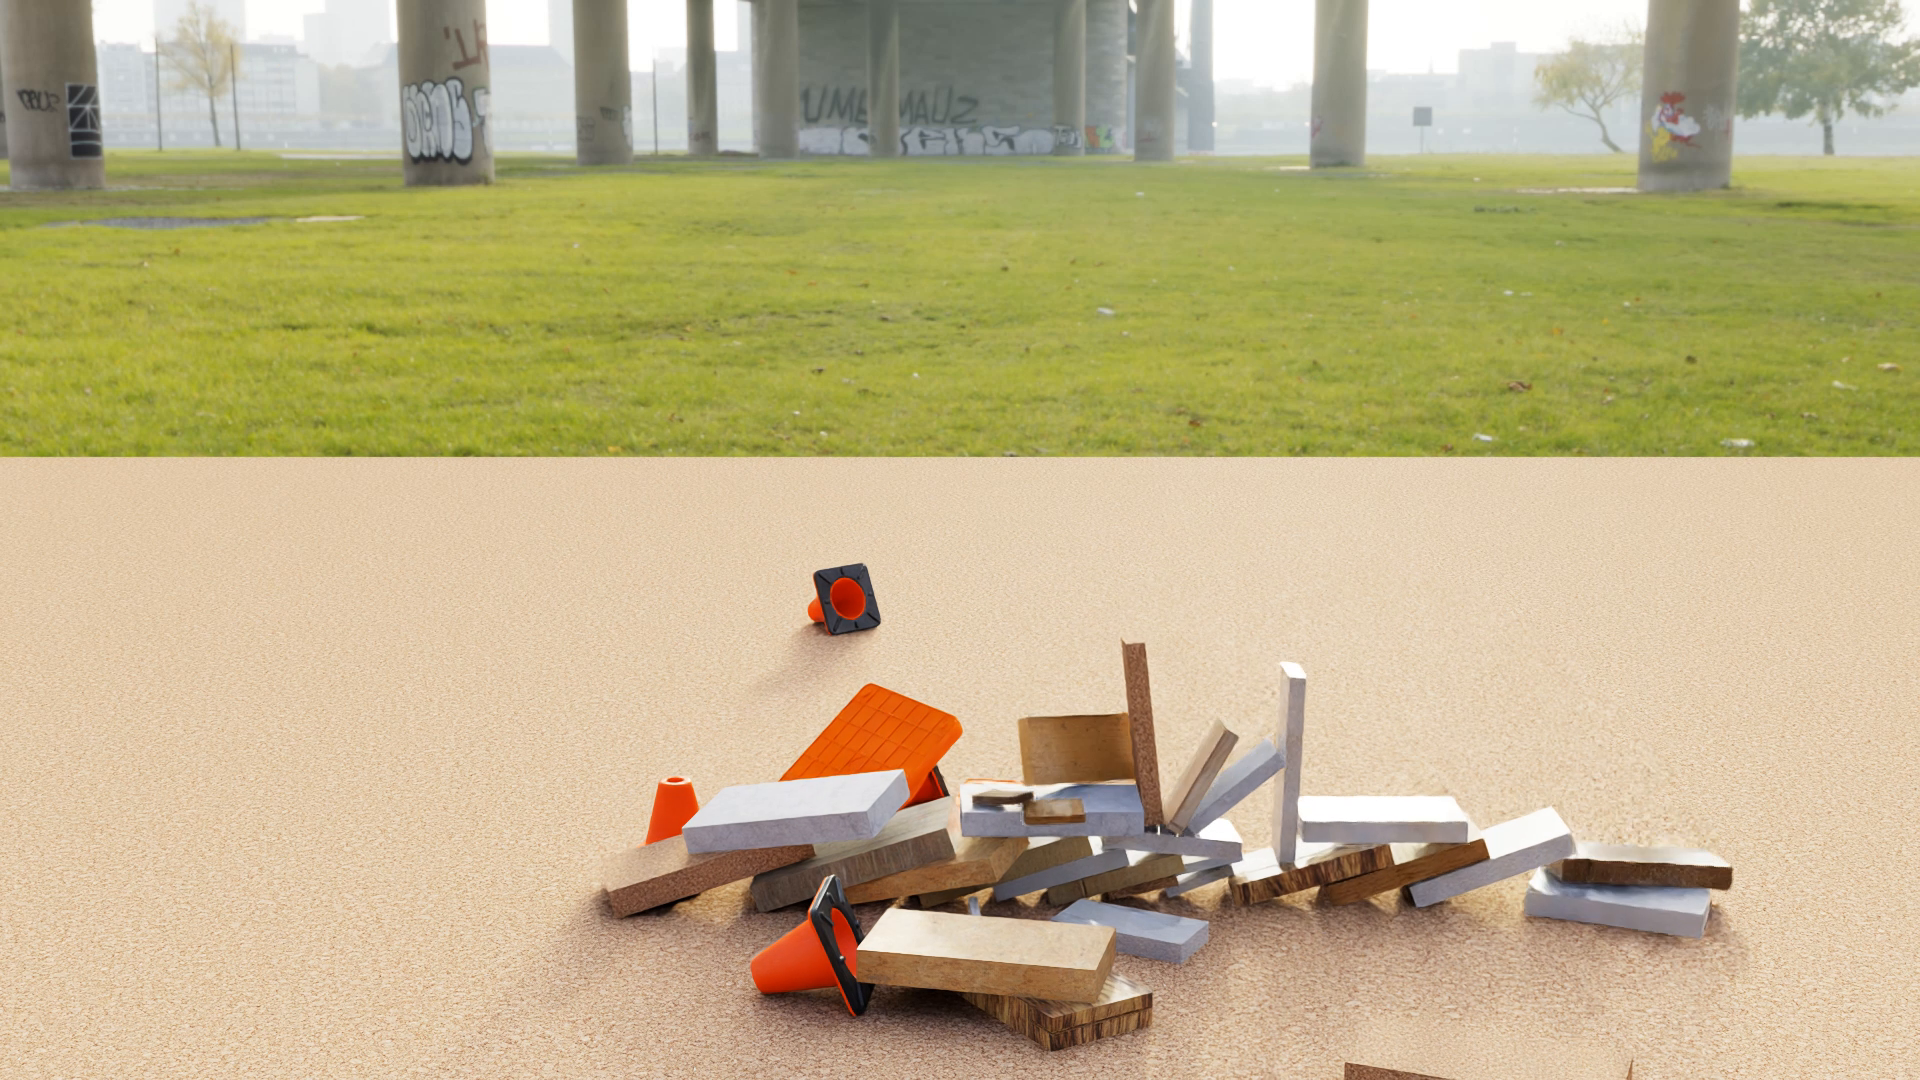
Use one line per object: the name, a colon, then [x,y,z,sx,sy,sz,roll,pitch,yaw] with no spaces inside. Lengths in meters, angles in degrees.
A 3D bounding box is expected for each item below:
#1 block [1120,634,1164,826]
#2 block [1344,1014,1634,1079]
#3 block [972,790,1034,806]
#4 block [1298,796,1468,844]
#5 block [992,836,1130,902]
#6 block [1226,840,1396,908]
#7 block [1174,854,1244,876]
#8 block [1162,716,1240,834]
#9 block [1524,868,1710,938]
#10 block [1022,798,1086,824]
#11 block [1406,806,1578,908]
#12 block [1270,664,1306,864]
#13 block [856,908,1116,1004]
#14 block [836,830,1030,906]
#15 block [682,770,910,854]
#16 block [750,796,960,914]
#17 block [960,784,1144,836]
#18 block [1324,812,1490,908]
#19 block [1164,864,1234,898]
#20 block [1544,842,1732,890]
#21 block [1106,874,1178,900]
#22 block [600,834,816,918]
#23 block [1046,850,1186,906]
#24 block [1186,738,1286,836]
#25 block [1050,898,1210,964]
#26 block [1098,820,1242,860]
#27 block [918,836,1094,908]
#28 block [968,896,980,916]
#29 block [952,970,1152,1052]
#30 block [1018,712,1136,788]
block: [0.298,0.310,3.606,0.032,0.298,0.112,-6,4,0]
block: [0.699,0.707,2.905,0.347,0.049,0.174,4,11,22]
block: [0.069,0.413,3.531,0.048,0.014,0.095,-10,3,-41]
block: [0.693,0.463,3.639,0.266,0.038,0.133,0,11,2]
block: [0.166,0.537,3.654,0.227,0.032,0.113,-16,10,4]
block: [0.577,0.536,3.657,0.266,0.038,0.133,-16,10,3]
block: [0.409,0.530,3.664,0.117,0.017,0.059,-13,10,-1]
block: [0.392,0.384,3.598,0.027,0.189,0.095,29,7,-5]
block: [1.068,0.587,3.572,0.274,0.039,0.137,5,11,23]
block: [0.149,0.432,3.503,0.095,0.014,0.048,-2,28,-4]
block: [0.871,0.526,3.646,0.274,0.039,0.137,-20,9,6]
block: [0.542,0.368,3.633,0.027,0.314,0.094,2,11,0]
block: [0.040,0.602,3.198,0.347,0.049,0.174,2,11,13]
block: [-0.047,0.530,3.605,0.293,0.041,0.146,-13,11,27]
block: [-0.270,0.448,3.624,0.338,0.048,0.169,-8,14,22]
block: [-0.169,0.517,3.634,0.338,0.048,0.169,-18,10,7]
block: [0.147,0.441,3.589,0.293,0.041,0.146,0,11,-1]
block: [0.733,0.531,3.653,0.266,0.038,0.133,-18,9,4]
block: [0.396,0.561,3.672,0.117,0.017,0.058,-20,11,1]
block: [1.117,0.538,3.643,0.275,0.039,0.137,3,4,0]
block: [0.301,0.571,3.663,0.117,0.017,0.058,-12,10,-3]
block: [-0.422,0.528,3.654,0.338,0.048,0.169,-16,13,-11]
block: [0.255,0.546,3.653,0.227,0.032,0.113,-15,10,3]
block: [0.447,0.405,3.618,0.189,0.027,0.095,-39,9,6]
block: [0.266,0.613,3.456,0.223,0.032,0.112,6,12,28]
block: [0.342,0.485,3.632,0.227,0.032,0.113,6,11,-7]
block: [0.071,0.525,3.657,0.293,0.041,0.146,-18,10,2]
block: [0.023,0.602,3.471,0.014,0.048,0.095,-1,11,-3]
block: [0.107,0.648,3.224,0.174,0.049,0.347,-7,12,-32]
block: [0.203,0.348,3.656,0.223,0.112,0.032,0,-12,-31]
